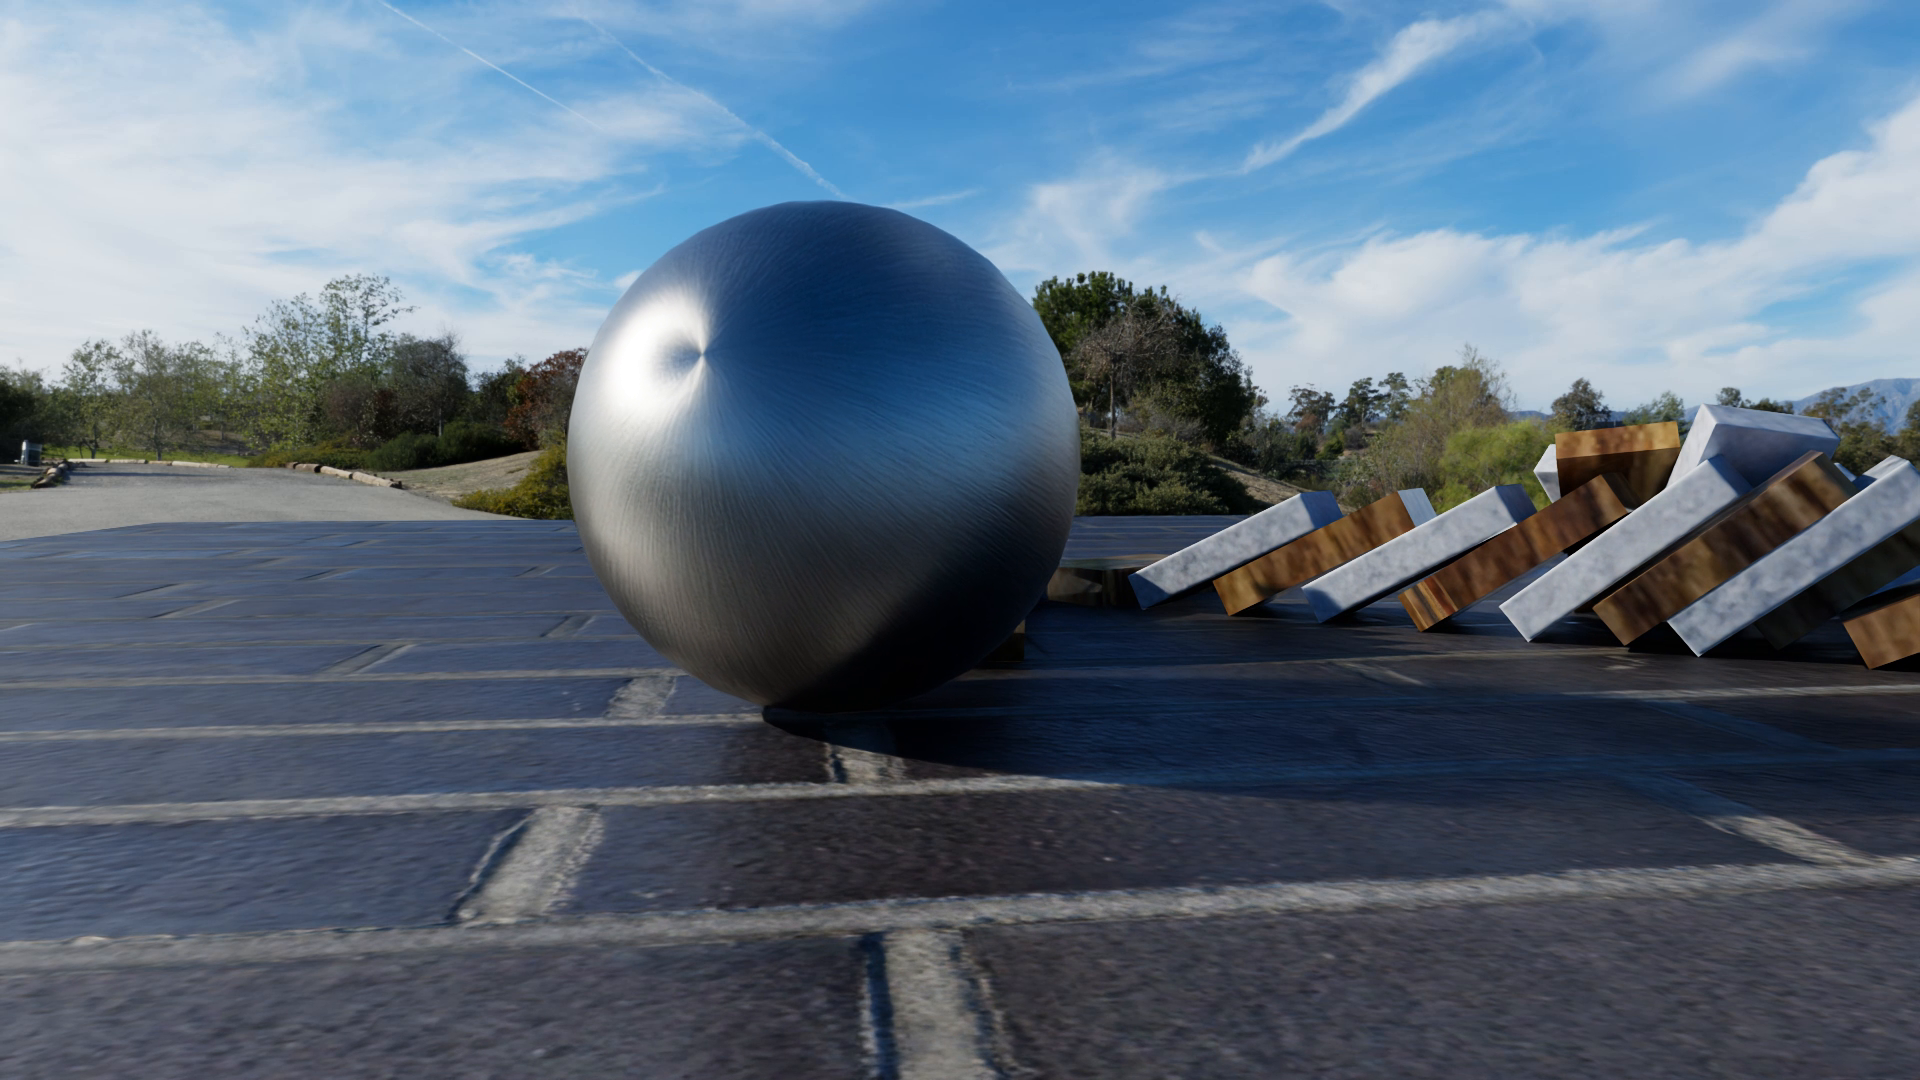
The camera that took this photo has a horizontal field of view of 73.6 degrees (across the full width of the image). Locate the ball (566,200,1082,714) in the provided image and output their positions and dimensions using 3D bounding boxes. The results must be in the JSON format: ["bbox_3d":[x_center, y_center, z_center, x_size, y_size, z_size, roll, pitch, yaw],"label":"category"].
[{"bbox_3d":[-0.021,-0.013,0.204,0.080,0.080,0.080,0,4,0],"label":"ball"}]

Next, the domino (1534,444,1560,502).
[{"bbox_3d":[0.169,-0.003,0.324,0.010,0.050,0.025,-51,26,-20],"label":"domino"}]

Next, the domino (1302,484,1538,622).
[{"bbox_3d":[0.108,0.003,0.302,0.050,0.009,0.025,-33,-16,33],"label":"domino"}]

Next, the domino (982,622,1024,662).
[{"bbox_3d":[0.001,0.002,0.264,0.025,0.050,0.010,0,-40,2],"label":"domino"}]

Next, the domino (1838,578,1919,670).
[{"bbox_3d":[0.195,0.009,0.241,0.050,0.010,0.025,-30,-12,30],"label":"domino"}]

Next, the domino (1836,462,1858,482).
[{"bbox_3d":[0.223,0.000,0.318,0.025,0.009,0.050,-5,39,-10],"label":"domino"}]

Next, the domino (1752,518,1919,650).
[{"bbox_3d":[0.188,0.003,0.264,0.050,0.009,0.025,-43,-18,27],"label":"domino"}]

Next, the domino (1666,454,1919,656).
[{"bbox_3d":[0.167,0.003,0.257,0.050,0.009,0.025,-43,-16,27],"label":"domino"}]

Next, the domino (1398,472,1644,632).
[{"bbox_3d":[0.126,0.003,0.289,0.050,0.009,0.025,-38,-18,32],"label":"domino"}]

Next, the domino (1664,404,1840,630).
[{"bbox_3d":[0.170,-0.005,0.286,0.025,0.050,0.010,8,34,6],"label":"domino"}]

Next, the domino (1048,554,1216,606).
[{"bbox_3d":[0.047,0.011,0.362,0.050,0.009,0.025,-4,6,-43],"label":"domino"}]

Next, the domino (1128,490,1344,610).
[{"bbox_3d":[0.070,0.003,0.327,0.050,0.009,0.025,-28,-11,31],"label":"domino"}]

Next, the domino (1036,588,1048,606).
[{"bbox_3d":[0.010,0.003,0.349,0.025,0.010,0.050,-3,23,3],"label":"domino"}]

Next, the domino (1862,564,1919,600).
[{"bbox_3d":[0.221,0.005,0.268,0.050,0.009,0.025,-28,4,-1],"label":"domino"}]

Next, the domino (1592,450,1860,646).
[{"bbox_3d":[0.156,0.001,0.263,0.050,0.009,0.025,-43,-15,25],"label":"domino"}]

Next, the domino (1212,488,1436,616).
[{"bbox_3d":[0.090,0.003,0.316,0.050,0.009,0.025,-30,-12,30],"label":"domino"}]

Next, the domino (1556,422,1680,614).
[{"bbox_3d":[0.158,-0.004,0.306,0.025,0.050,0.010,-5,40,27],"label":"domino"}]

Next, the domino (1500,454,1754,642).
[{"bbox_3d":[0.142,0.002,0.274,0.050,0.010,0.025,-45,-21,31],"label":"domino"}]
